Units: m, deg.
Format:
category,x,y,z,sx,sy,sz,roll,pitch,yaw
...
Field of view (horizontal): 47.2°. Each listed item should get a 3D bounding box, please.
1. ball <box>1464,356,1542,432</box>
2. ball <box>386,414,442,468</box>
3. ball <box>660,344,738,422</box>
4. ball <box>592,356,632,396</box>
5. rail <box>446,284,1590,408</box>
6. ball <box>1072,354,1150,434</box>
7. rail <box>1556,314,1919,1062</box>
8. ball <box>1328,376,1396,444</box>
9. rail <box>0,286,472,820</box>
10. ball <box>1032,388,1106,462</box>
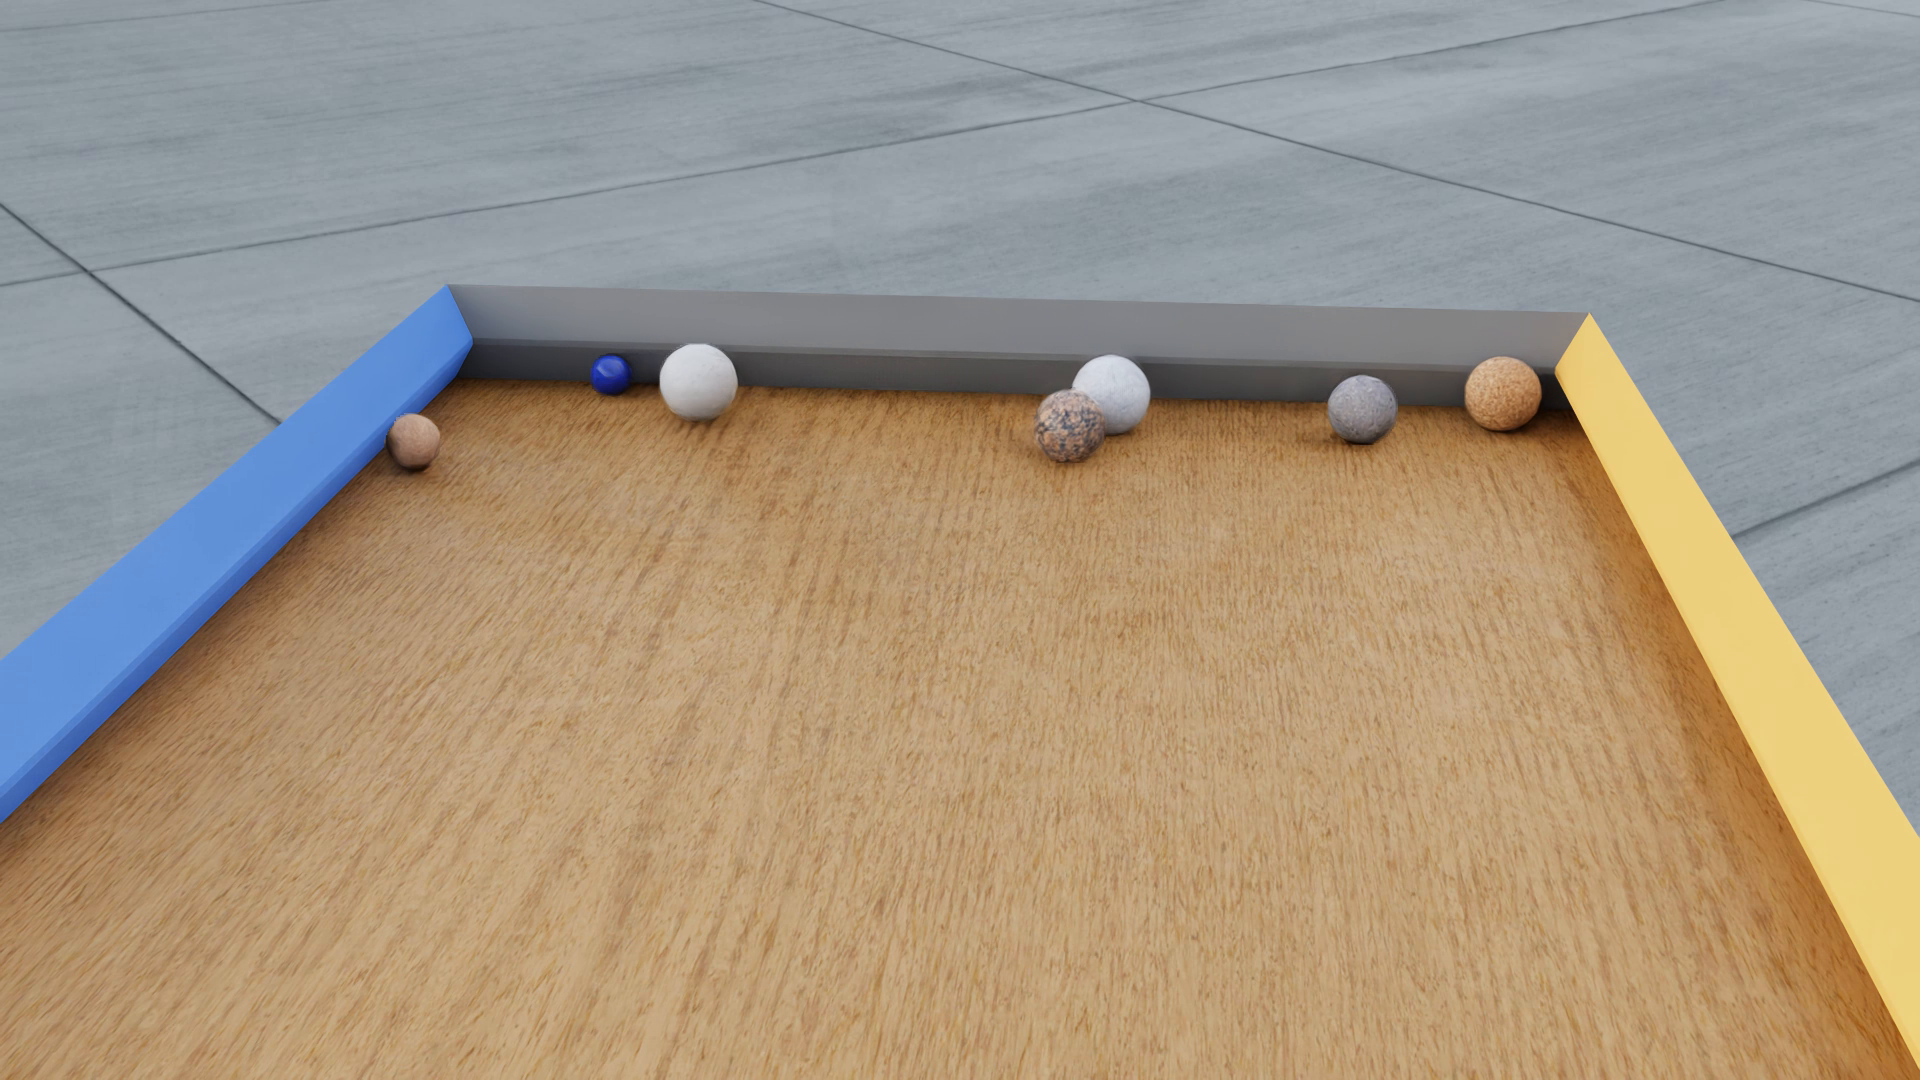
category,x,y,z,sx,sy,sz,roll,pitch,yaw
ball,0.683,-0.184,2.766,0.094,0.094,0.094,0,22,0
ball,-0.656,-0.118,2.640,0.065,0.065,0.065,0,22,0
ball,-0.333,-0.200,2.801,0.099,0.099,0.099,0,22,0
ball,-0.460,-0.218,2.906,0.053,0.053,0.053,0,22,0
rail,0.057,-0.248,2.876,1.501,0.129,0.045,2,22,5
ball,0.189,-0.182,2.755,0.099,0.099,0.099,0,22,0
rail,0.664,0.237,1.660,0.045,0.129,2.541,2,22,5
ball,0.498,-0.162,2.723,0.084,0.084,0.084,0,22,0
rail,-0.783,0.187,1.786,0.045,0.129,2.541,2,22,5
ball,0.132,-0.139,2.661,0.088,0.088,0.088,0,22,0
